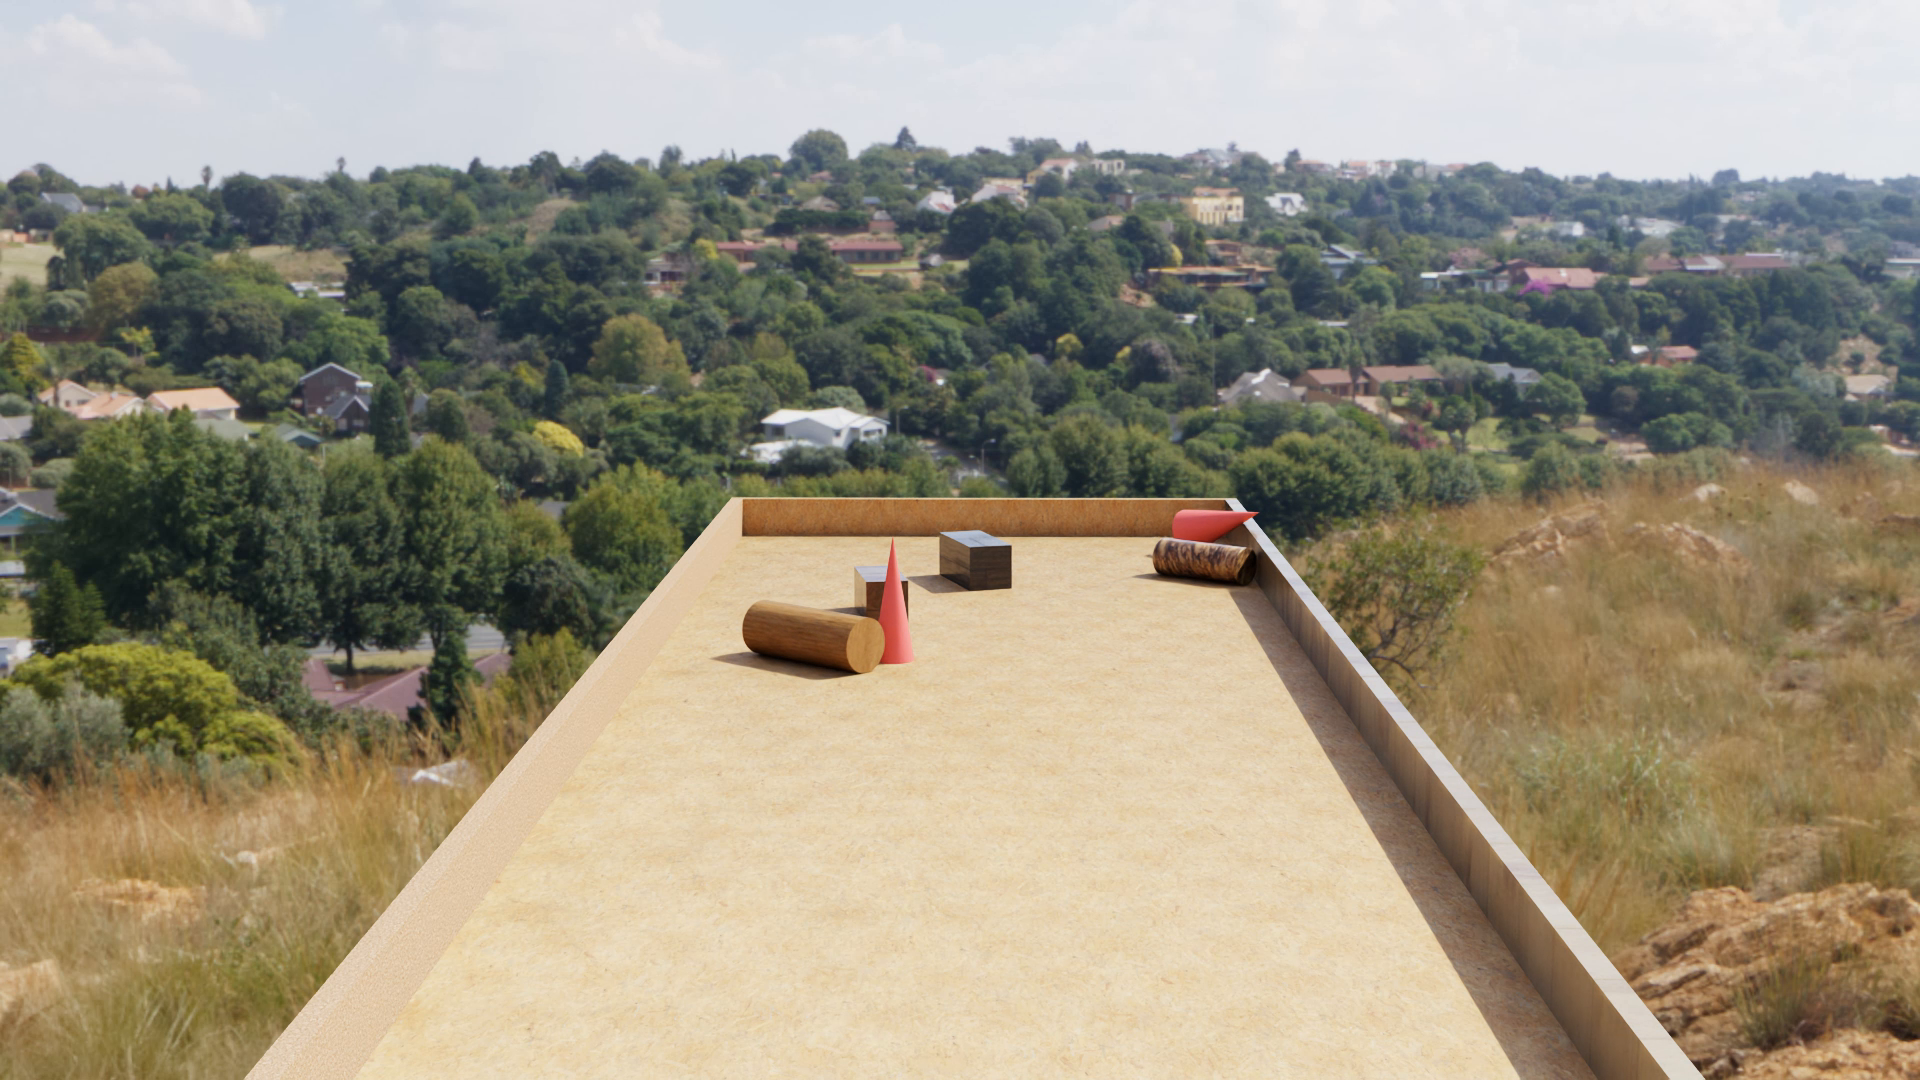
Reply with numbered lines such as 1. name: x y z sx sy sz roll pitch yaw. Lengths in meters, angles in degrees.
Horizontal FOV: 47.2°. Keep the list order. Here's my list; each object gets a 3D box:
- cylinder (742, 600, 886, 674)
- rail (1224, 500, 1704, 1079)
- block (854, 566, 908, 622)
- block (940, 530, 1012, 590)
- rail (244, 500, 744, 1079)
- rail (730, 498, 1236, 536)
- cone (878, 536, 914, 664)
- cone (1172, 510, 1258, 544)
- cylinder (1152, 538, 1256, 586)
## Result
1. cylinder: -0.445 0.290 6.649 0.442 0.166 0.166 8 12 40
2. rail: 1.046 0.843 3.208 0.050 0.150 12.000 0 9 1
3. block: -0.267 0.182 7.412 0.141 0.141 0.305 -2 9 -10
4. block: 0.055 0.073 8.040 0.159 0.159 0.363 -3 9 -18
5. rail: -1.004 0.839 3.234 0.050 0.150 12.000 0 9 1
6. rail: 0.099 -0.098 9.147 2.100 0.150 0.050 0 9 1
7. cone: -0.203 0.175 6.677 0.128 0.384 0.128 0 9 0
8. cone: 1.022 -0.068 8.521 0.180 0.180 0.381 -8 -6 -41
9. cylinder: 0.899 0.077 8.088 0.367 0.136 0.136 7 12 39
